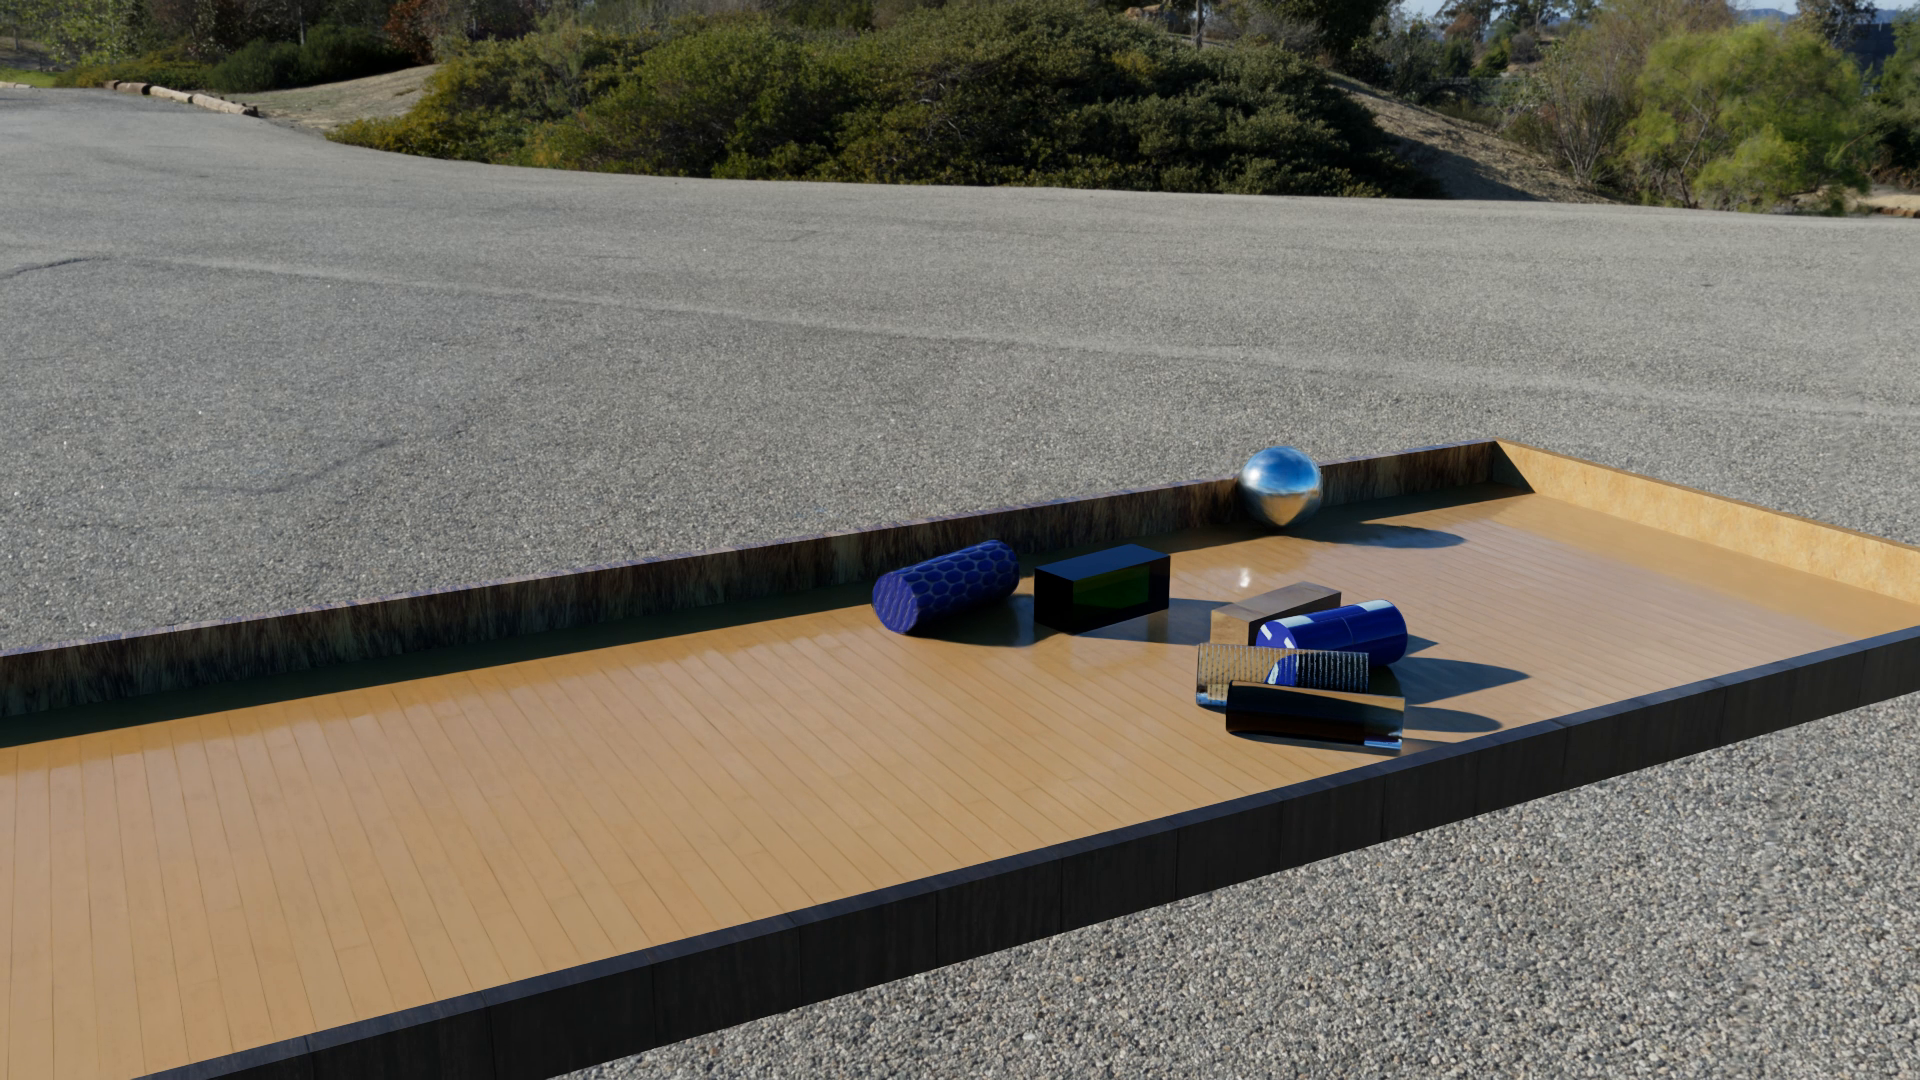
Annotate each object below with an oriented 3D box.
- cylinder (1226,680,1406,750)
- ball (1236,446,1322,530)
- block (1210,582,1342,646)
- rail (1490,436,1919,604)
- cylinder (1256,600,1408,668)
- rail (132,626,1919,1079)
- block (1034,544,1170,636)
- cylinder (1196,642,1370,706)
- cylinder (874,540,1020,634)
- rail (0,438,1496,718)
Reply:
[{"bbox_3d":[0.813,0.400,3.780,0.392,0.121,0.121,5,17,15],"label":"cylinder"},{"bbox_3d":[1.054,-0.171,5.447,0.277,0.277,0.277,0,16,0],"label":"ball"},{"bbox_3d":[0.840,0.221,4.382,0.382,0.125,0.125,-14,21,-39],"label":"block"},{"bbox_3d":[2.466,-0.048,5.253,0.050,0.150,2.100,-9,18,-27],"label":"rail"},{"bbox_3d":[0.941,0.259,4.171,0.351,0.168,0.168,-9,19,-27],"label":"cylinder"},{"bbox_3d":[-2.336,1.006,1.665,12.000,0.150,0.050,-9,18,-27],"label":"rail"},{"bbox_3d":[0.400,0.135,4.617,0.374,0.156,0.156,-13,21,-37],"label":"block"},{"bbox_3d":[0.772,0.333,3.957,0.398,0.150,0.150,3,17,10],"label":"cylinder"},{"bbox_3d":[-0.033,0.127,4.622,0.168,0.168,0.428,14,22,40],"label":"cylinder"},{"bbox_3d":[-3.305,0.497,3.399,12.000,0.150,0.050,-9,18,-27],"label":"rail"}]
